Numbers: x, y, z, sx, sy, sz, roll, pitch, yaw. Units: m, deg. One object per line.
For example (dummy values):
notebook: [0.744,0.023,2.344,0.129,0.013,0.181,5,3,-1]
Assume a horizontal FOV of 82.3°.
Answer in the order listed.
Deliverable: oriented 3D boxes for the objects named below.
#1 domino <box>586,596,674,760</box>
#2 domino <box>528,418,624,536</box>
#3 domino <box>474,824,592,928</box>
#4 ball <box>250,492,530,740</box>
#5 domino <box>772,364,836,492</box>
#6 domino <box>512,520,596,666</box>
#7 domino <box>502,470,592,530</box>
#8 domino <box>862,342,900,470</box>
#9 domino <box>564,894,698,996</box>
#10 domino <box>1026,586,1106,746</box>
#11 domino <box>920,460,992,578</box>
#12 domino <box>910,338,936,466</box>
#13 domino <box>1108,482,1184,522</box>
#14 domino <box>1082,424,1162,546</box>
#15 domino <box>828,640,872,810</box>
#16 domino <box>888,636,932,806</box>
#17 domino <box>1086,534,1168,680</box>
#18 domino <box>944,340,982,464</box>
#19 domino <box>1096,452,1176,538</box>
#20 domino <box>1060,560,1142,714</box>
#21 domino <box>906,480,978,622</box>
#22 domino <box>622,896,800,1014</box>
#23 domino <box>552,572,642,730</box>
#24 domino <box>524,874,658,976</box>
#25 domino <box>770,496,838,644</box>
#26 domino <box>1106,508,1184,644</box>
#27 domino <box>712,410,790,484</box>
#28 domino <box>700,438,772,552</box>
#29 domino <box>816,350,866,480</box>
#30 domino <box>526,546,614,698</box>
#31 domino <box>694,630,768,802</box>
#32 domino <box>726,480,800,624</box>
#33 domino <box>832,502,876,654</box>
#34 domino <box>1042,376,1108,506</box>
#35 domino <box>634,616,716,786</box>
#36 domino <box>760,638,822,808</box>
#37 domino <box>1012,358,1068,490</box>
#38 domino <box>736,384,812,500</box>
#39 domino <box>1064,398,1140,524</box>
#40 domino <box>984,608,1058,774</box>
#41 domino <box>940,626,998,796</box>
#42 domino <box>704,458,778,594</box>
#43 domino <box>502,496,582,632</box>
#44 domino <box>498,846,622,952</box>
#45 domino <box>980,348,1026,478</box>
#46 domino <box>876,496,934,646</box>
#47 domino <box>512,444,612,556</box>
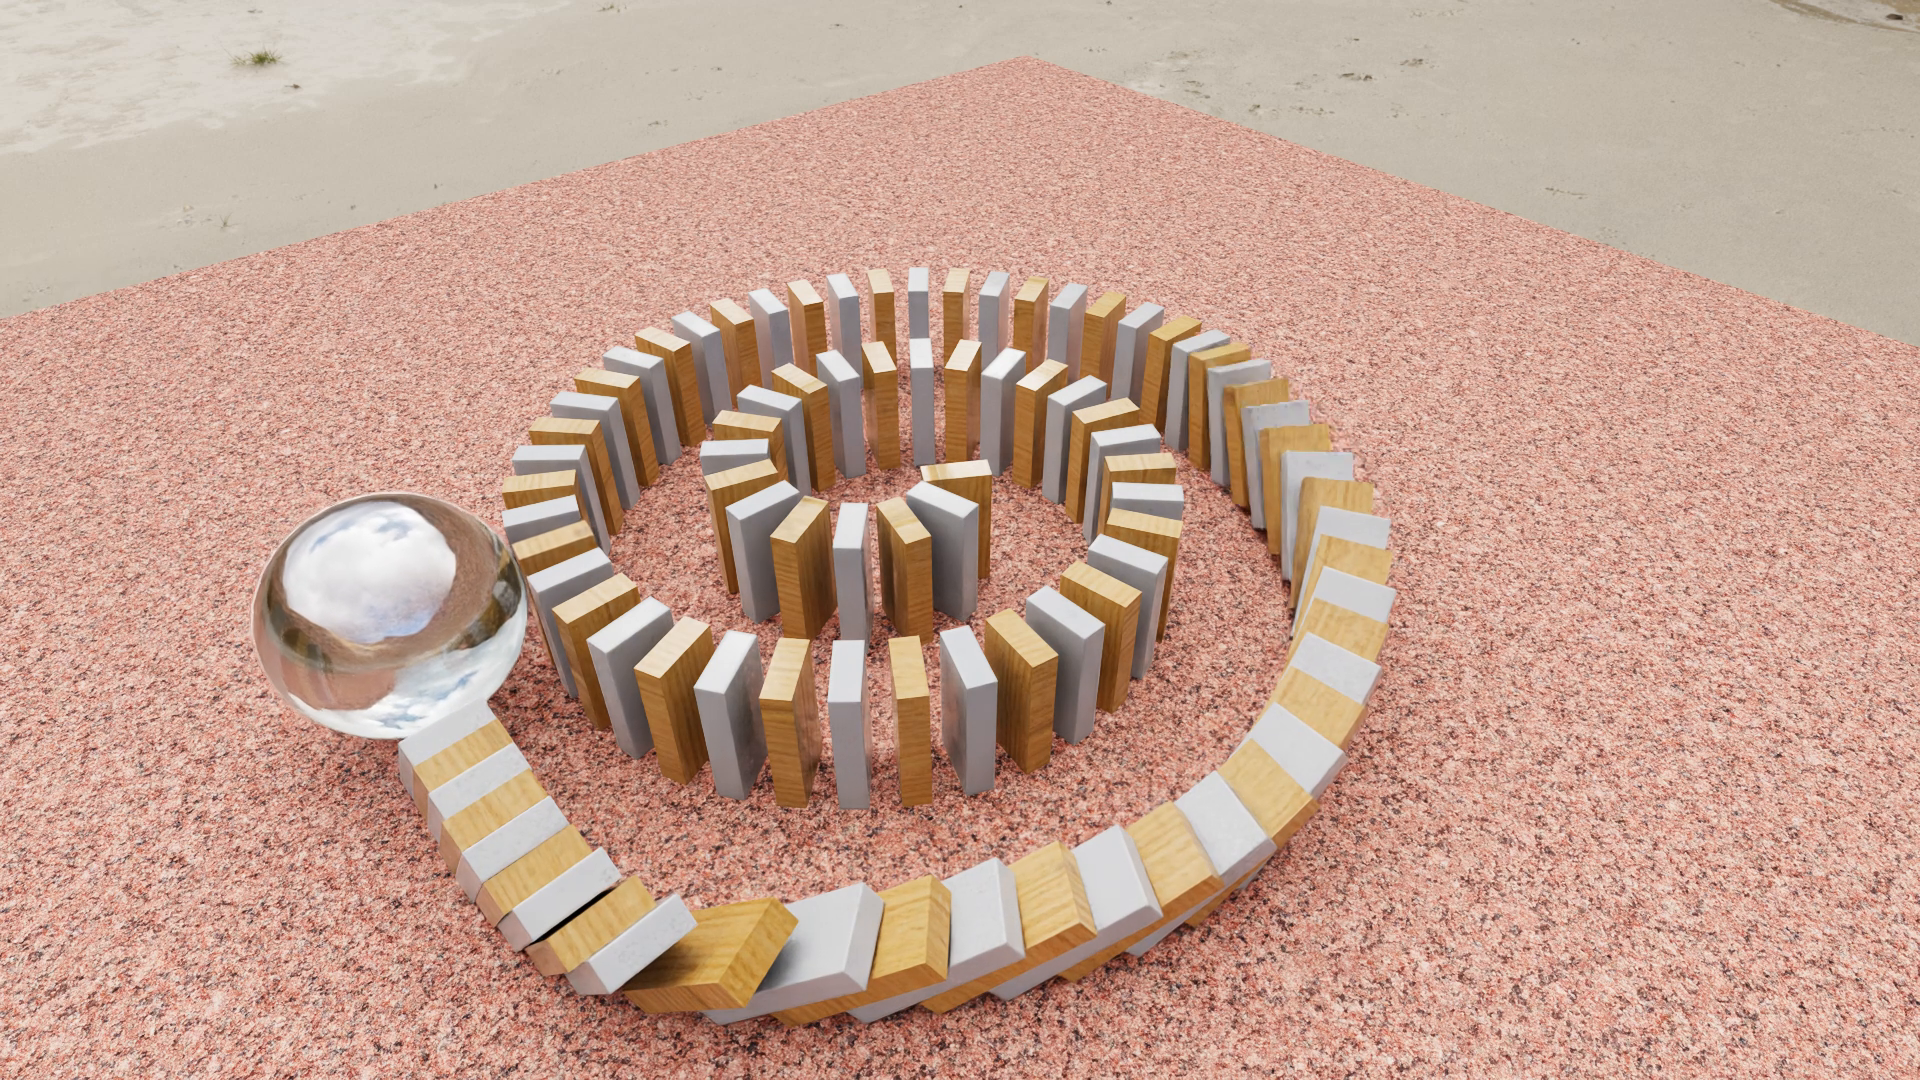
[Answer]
domino: [-0.102,0.045,0.356,0.009,0.050,0.025,26,46,28]
domino: [-0.153,-0.025,0.442,0.025,0.050,0.010,4,39,4]
domino: [-0.117,0.093,0.301,0.025,0.050,0.010,-34,86,-33]
ball: [-0.183,0.024,0.358,0.080,0.080,0.080,0,39,0]
domino: [-0.066,-0.048,0.469,0.009,0.050,0.025,-32,49,-33]
domino: [-0.138,0.019,0.388,0.025,0.050,0.009,-22,44,-25]
domino: [-0.152,-0.002,0.414,0.025,0.050,0.010,-7,40,-9]
domino: [-0.035,-0.058,0.483,0.009,0.050,0.025,-11,41,-13]
domino: [-0.087,0.106,0.286,0.025,0.050,0.010,-34,87,-34]
domino: [0.033,0.042,0.361,0.010,0.050,0.025,-30,48,-32]
domino: [-0.001,-0.006,0.419,0.025,0.050,0.010,-6,40,-8]
domino: [-0.017,-0.061,0.485,0.009,0.050,0.025,-2,39,-3]
domino: [0.067,0.002,0.409,0.025,0.050,0.009,3,39,3]
domino: [0.064,-0.021,0.437,0.025,0.050,0.009,-9,40,-11]
domino: [-0.034,0.058,0.341,0.010,0.050,0.025,-1,39,-1]
domino: [-0.015,0.057,0.342,0.010,0.050,0.025,-6,40,-7]
domino: [0.056,0.024,0.382,0.025,0.050,0.009,21,44,23]
domino: [0.002,-0.059,0.484,0.009,0.050,0.025,10,40,12]
domino: [0.067,-0.010,0.423,0.025,0.050,0.009,-4,39,-4]
domino: [0.046,0.033,0.371,0.025,0.050,0.009,27,47,29]
domino: [-0.006,0.005,0.406,0.025,0.050,0.009,24,45,26]
domino: [-0.065,0.108,0.286,0.050,0.010,0.025,-26,21,43]
domino: [-0.116,0.038,0.366,0.025,0.050,0.009,-32,49,-33]
domino: [-0.098,0.102,0.290,0.025,0.050,0.010,-34,87,-34]
domino: [-0.055,0.012,0.397,0.009,0.050,0.025,14,41,17]
domino: [0.064,0.013,0.395,0.025,0.050,0.010,12,41,14]
domino: [-0.083,-0.027,0.445,0.025,0.050,0.009,9,40,11]
domino: [-0.085,-0.016,0.431,0.025,0.050,0.009,-3,39,-3]
domino: [-0.051,-0.054,0.478,0.010,0.050,0.025,-18,43,-21]
domino: [-0.128,0.029,0.376,0.025,0.050,0.009,-26,46,-28]
domino: [-0.070,0.055,0.344,0.009,0.050,0.025,9,40,11]
domino: [-0.070,0.005,0.405,0.025,0.050,0.010,-29,47,-30]
domino: [-0.038,0.014,0.394,0.009,0.050,0.025,1,39,2]
domino: [0.048,-0.042,0.462,0.025,0.050,0.010,-30,48,-31]
domino: [-0.087,0.051,0.349,0.010,0.050,0.025,17,42,20]
domino: [-0.052,0.057,0.341,0.010,0.050,0.025,4,39,5]
domino: [0.034,-0.049,0.472,0.010,0.050,0.025,25,45,27]
domino: [-0.077,-0.038,0.458,0.025,0.050,0.009,18,42,20]
domino: [0.058,-0.032,0.450,0.025,0.050,0.009,-16,42,-19]
domino: [0.019,0.049,0.352,0.009,0.050,0.025,-23,44,-25]
domino: [0.002,0.054,0.345,0.009,0.050,0.025,-13,41,-15]
domino: [-0.080,-0.005,0.417,0.025,0.050,0.009,-17,42,-20]
domino: [-0.147,0.009,0.400,0.025,0.050,0.009,-15,42,-18]
domino: [-0.108,0.097,0.296,0.025,0.050,0.010,-33,86,-34]
domino: [0.019,-0.055,0.479,0.010,0.050,0.025,18,42,20]
domino: [-0.020,0.012,0.396,0.009,0.050,0.025,-18,43,-21]
domino: [-0.154,-0.014,0.428,0.025,0.050,0.009,-1,39,-1]
